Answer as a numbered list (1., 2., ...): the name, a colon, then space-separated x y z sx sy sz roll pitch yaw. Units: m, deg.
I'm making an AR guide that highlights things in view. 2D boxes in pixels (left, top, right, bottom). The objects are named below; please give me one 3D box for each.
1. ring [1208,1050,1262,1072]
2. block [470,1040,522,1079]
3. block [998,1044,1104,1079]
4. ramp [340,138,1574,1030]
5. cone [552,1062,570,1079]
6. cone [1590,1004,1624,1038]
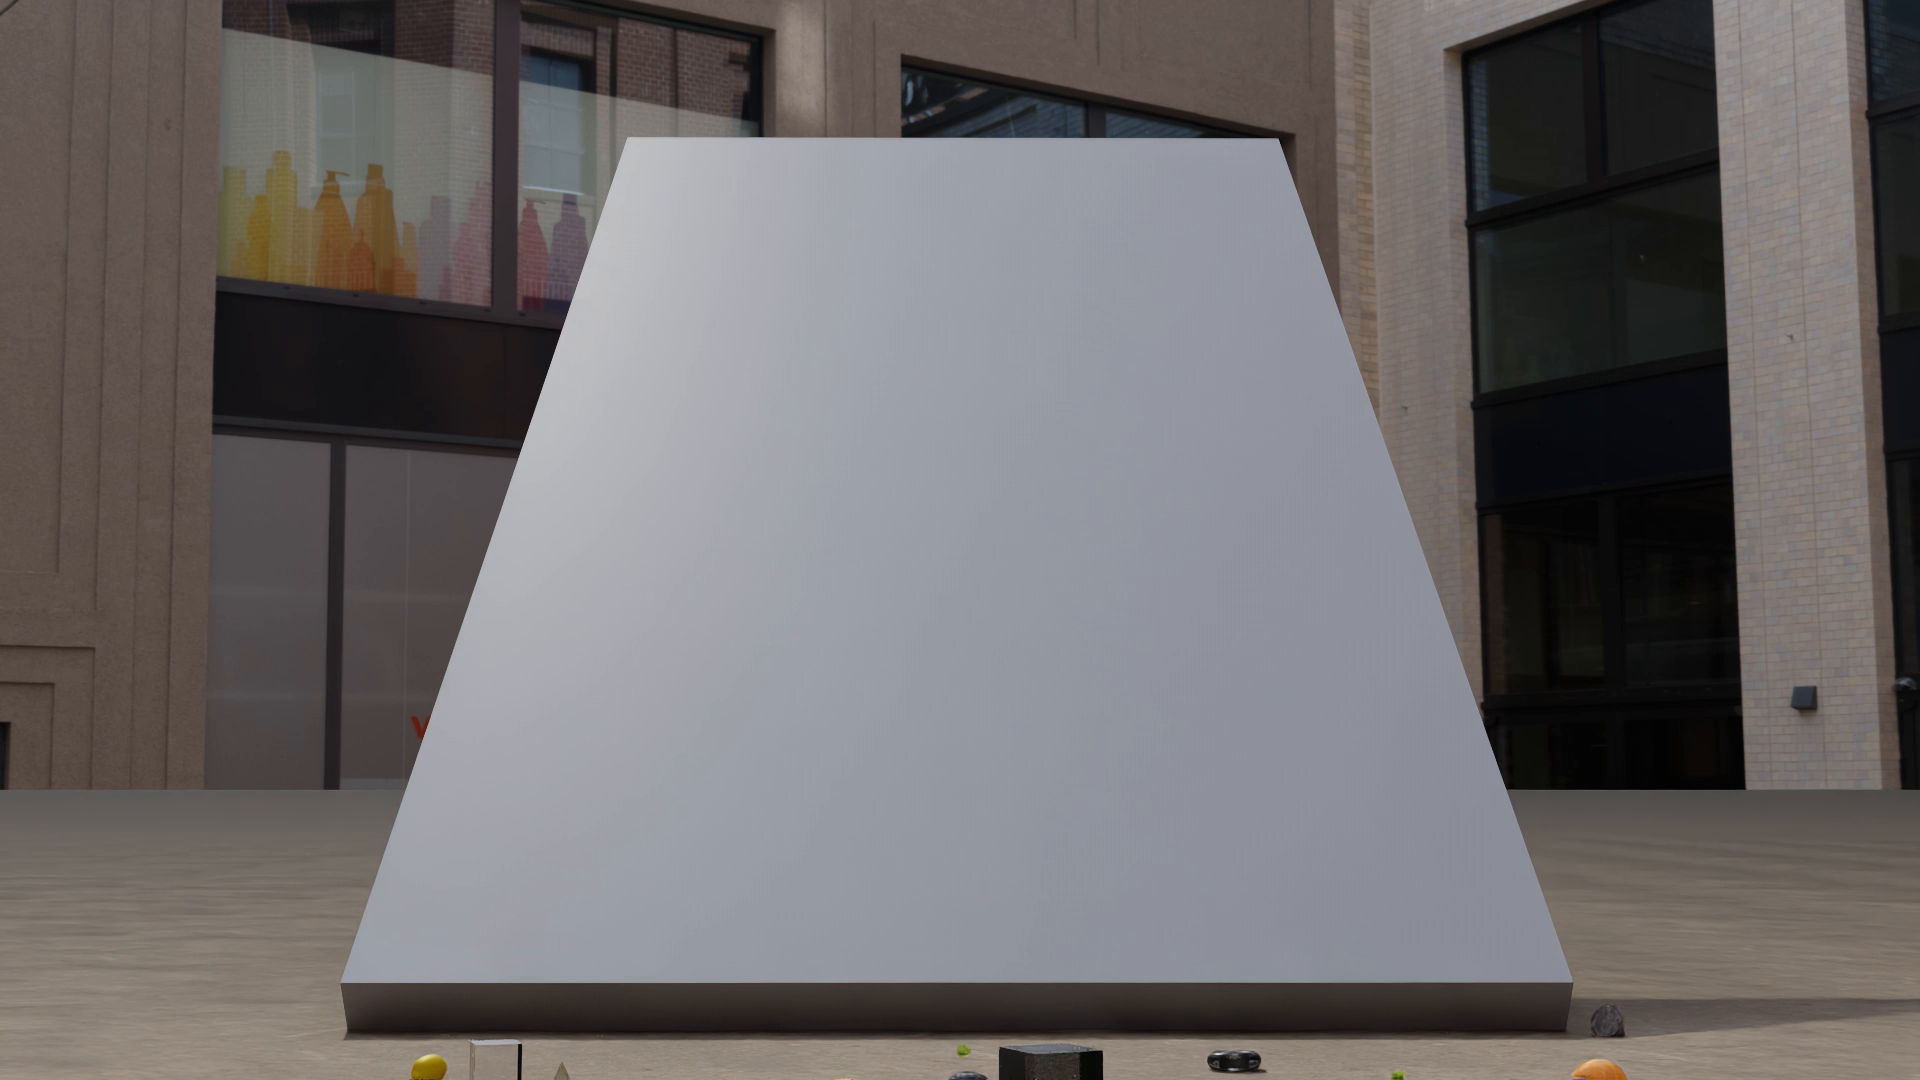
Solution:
1. ring: 0.389 0.738 3.409 0.077 0.026 0.077 -1 -7 0
2. block: -0.618 0.699 3.197 0.061 0.061 0.061 2 -6 -18
3. block: 0.107 0.648 2.843 0.091 0.091 0.091 3 -6 -26
4. ramp: -0.012 -0.215 5.668 2.000 0.100 4.000 0 29 0
5. cone: -0.463 0.647 2.793 0.082 0.082 0.082 0 -6 0
6. cone: 1.052 0.783 3.859 0.057 0.057 0.057 37 -27 -33
